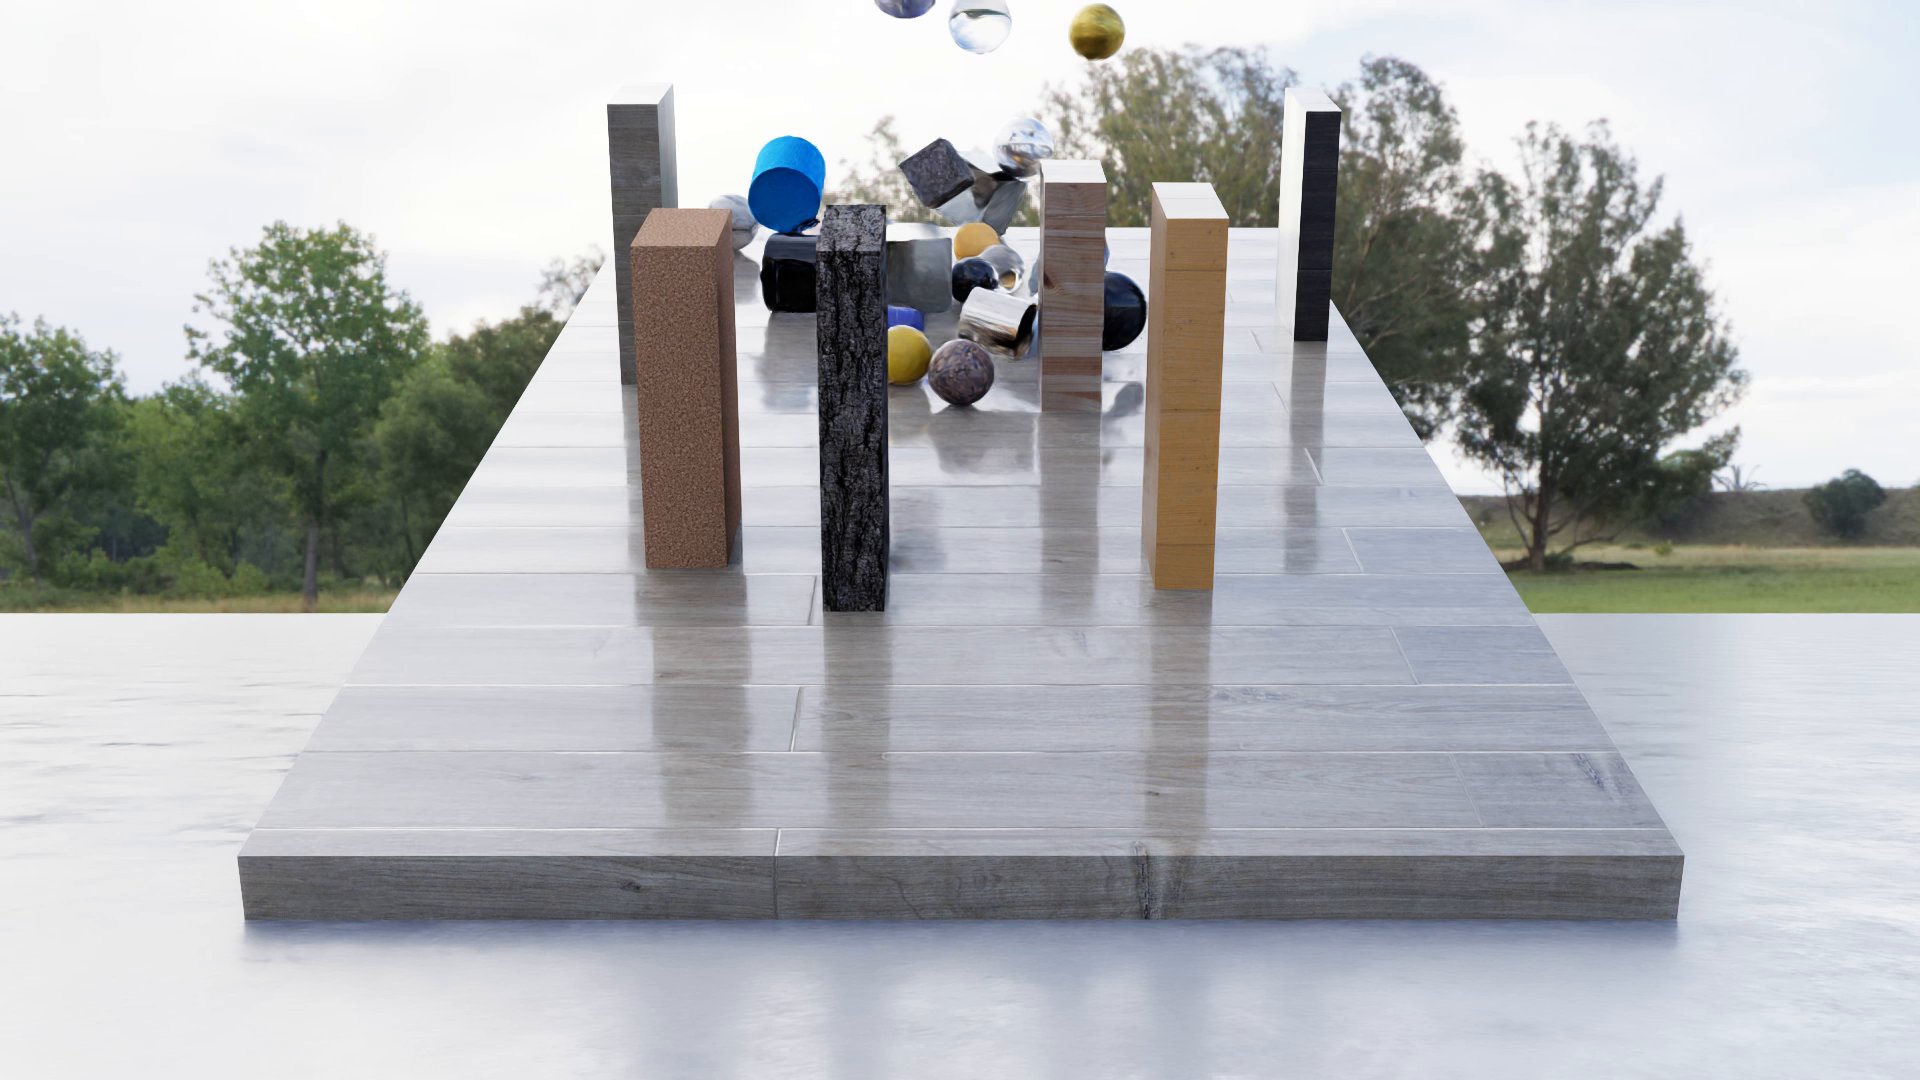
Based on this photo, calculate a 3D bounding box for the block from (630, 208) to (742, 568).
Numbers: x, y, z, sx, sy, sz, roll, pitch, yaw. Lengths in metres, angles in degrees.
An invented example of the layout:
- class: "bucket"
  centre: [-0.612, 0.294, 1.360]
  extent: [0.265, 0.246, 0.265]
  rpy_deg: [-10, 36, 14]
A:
- class: "block"
  centre: [-0.504, -0.287, 4.224]
  extent: [0.149, 0.602, 0.319]
  rpy_deg: [0, 20, 0]

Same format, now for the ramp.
- class: "ramp"
  centre: [-0.005, -0.209, 5.029]
  extent: [2.000, 0.100, 4.000]
  rpy_deg: [0, 20, 0]

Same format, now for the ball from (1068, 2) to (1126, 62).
- class: "ball"
  centre: [0.382, -1.420, 6.348]
  extent: [0.163, 0.163, 0.163]
  rpy_deg: [0, -2, 0]

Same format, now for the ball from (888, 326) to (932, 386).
- class: "ball"
  centre: [-0.134, -0.430, 5.282]
  extent: [0.140, 0.140, 0.140]
  rpy_deg: [0, -2, 0]

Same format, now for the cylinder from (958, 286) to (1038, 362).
- class: "cylinder"
  centre: [0.089, -0.501, 5.273]
  extent: [0.141, 0.141, 0.141]
  rpy_deg: [18, 4, 17]

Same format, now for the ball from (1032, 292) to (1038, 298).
- class: "ball"
  centre: [0.227, -0.565, 5.669]
  extent: [0.126, 0.126, 0.126]
  rpy_deg: [0, -2, 0]

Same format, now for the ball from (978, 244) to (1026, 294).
- class: "ball"
  centre: [0.106, -0.724, 6.084]
  extent: [0.137, 0.137, 0.137]
  rpy_deg: [0, -2, 0]

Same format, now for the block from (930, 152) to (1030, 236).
- class: "block"
  centre: [0.055, -1.022, 6.704]
  extent: [0.182, 0.182, 0.182]
  rpy_deg: [36, 24, 22]

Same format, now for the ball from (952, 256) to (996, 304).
- class: "ball"
  centre: [0.032, -0.682, 5.982]
  extent: [0.129, 0.129, 0.129]
  rpy_deg: [0, -2, 0]

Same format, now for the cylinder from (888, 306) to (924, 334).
- class: "cylinder"
  centre: [-0.159, -0.514, 5.547]
  extent: [0.113, 0.113, 0.113]
  rpy_deg: [7, 1, 19]

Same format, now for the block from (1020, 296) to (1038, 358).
- class: "block"
  centre: [0.162, -0.523, 5.570]
  extent: [0.116, 0.116, 0.116]
  rpy_deg: [-18, 27, -40]

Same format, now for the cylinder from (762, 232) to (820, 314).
- class: "cylinder"
  centre: [-0.389, -0.692, 5.898]
  extent: [0.204, 0.204, 0.204]
  rpy_deg: [5, -1, 12]

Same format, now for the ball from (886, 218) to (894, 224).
- class: "ball"
  centre: [-0.245, -0.936, 6.962]
  extent: [0.114, 0.114, 0.114]
  rpy_deg: [0, -2, 0]

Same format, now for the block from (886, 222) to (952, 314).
- class: "block"
  centre: [-0.140, -0.714, 5.969]
  extent: [0.197, 0.197, 0.197]
  rpy_deg: [-5, 21, -14]

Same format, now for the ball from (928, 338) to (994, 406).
- class: "ball"
  centre: [0.003, -0.378, 5.125]
  extent: [0.152, 0.152, 0.152]
  rpy_deg: [0, -2, 0]

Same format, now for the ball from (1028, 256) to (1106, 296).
- class: "ball"
  centre: [0.277, -0.656, 5.805]
  extent: [0.203, 0.203, 0.203]
  rpy_deg: [0, -2, 0]

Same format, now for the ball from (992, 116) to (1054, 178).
- class: "ball"
  centre: [0.184, -1.150, 6.649]
  extent: [0.180, 0.180, 0.180]
  rpy_deg: [0, -2, 0]

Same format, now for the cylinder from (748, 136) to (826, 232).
- class: "cylinder"
  centre: [-0.469, -0.967, 6.167]
  extent: [0.195, 0.195, 0.195]
  rpy_deg: [0, 35, 3]

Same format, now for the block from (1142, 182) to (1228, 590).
- class: "block"
  centre: [0.402, -0.280, 4.103]
  extent: [0.105, 0.676, 0.301]
  rpy_deg: [0, 20, 0]

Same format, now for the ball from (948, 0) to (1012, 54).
- class: "ball"
  centre: [0.055, -1.436, 6.287]
  extent: [0.178, 0.178, 0.178]
  rpy_deg: [0, -2, 0]

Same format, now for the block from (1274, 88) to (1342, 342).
- class: "block"
  centre: [0.875, -0.826, 5.734]
  extent: [0.086, 0.573, 0.352]
  rpy_deg: [0, 20, 0]

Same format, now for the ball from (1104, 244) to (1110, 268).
- class: "ball"
  centre: [0.349, -0.789, 6.275]
  extent: [0.129, 0.129, 0.129]
  rpy_deg: [0, -2, 0]

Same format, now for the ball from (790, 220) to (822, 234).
- class: "ball"
  centre: [-0.379, -0.760, 6.091]
  extent: [0.199, 0.199, 0.199]
  rpy_deg: [0, -2, 0]

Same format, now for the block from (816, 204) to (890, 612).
- class: "block"
  centre: [-0.187, -0.241, 4.041]
  extent: [0.108, 0.643, 0.372]
  rpy_deg: [0, 20, 0]

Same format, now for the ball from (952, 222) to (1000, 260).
- class: "ball"
  centre: [0.046, -0.827, 6.372]
  extent: [0.131, 0.131, 0.131]
  rpy_deg: [0, -2, 0]

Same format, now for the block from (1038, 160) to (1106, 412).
- class: "block"
  centre: [0.250, -0.577, 5.135]
  extent: [0.134, 0.519, 0.257]
  rpy_deg: [0, 20, 0]

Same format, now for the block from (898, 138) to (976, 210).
- class: "block"
  centre: [-0.064, -1.042, 6.458]
  extent: [0.141, 0.141, 0.141]
  rpy_deg: [-32, -2, 14]

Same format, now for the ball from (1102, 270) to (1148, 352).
- class: "ball"
  centre: [0.360, -0.561, 5.552]
  extent: [0.200, 0.200, 0.200]
  rpy_deg: [0, -2, 0]

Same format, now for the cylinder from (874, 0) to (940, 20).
- class: "cylinder"
  centre: [-0.145, -1.545, 6.155]
  extent: [0.201, 0.201, 0.201]
  rpy_deg: [0, -13, -1]

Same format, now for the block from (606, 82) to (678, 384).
- class: "block"
  centre: [-0.734, -0.723, 5.333]
  extent: [0.114, 0.652, 0.314]
  rpy_deg: [0, 20, 0]

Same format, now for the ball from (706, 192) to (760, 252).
- class: "ball"
  centre: [-0.662, -0.919, 6.567]
  extent: [0.167, 0.167, 0.167]
  rpy_deg: [0, -2, 0]
